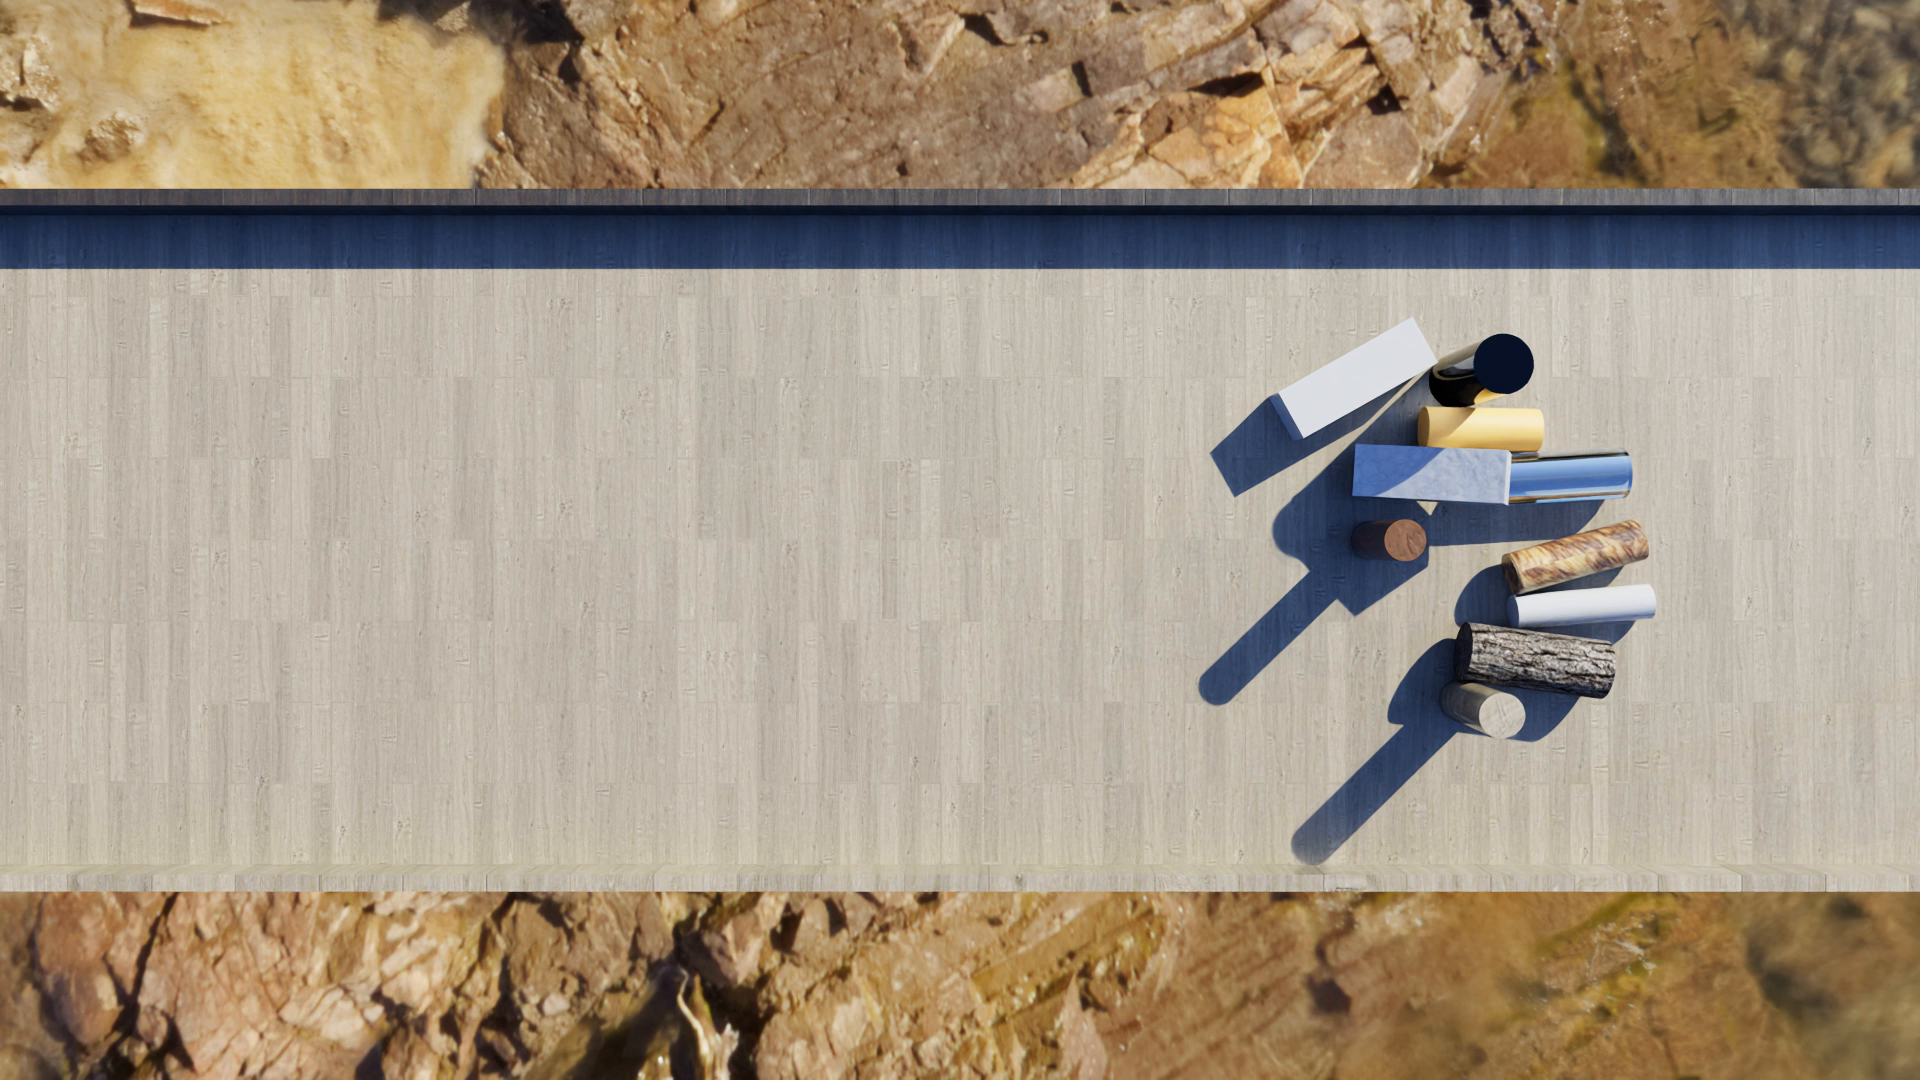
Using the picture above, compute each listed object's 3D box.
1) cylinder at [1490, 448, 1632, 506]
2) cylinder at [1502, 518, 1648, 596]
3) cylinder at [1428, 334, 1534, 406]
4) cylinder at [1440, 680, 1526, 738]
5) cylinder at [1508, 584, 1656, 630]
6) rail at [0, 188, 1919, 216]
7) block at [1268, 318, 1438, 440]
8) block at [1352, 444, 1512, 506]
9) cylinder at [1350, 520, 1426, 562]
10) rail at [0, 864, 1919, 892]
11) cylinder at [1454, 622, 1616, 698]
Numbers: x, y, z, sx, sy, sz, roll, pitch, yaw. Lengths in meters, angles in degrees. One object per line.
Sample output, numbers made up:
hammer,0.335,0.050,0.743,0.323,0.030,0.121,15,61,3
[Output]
cylinder,1.809,-0.192,4.999,0.398,0.154,0.154,-3,90,0
cylinder,1.867,0.051,5.012,0.404,0.130,0.130,-15,90,0
cylinder,1.532,-0.493,4.866,0.173,0.417,0.173,0,89,-1
cylinder,1.540,0.496,4.880,0.131,0.391,0.131,0,91,0
cylinder,1.891,0.204,5.023,0.415,0.107,0.107,-5,90,0
rail,-2.247,-1.025,5.002,12.000,0.150,0.050,0,90,0
block,1.188,-0.485,4.998,0.459,0.157,0.157,-29,90,0
block,1.408,-0.195,4.922,0.434,0.155,0.155,4,90,22
cylinder,1.262,0.001,4.874,0.119,0.404,0.119,0,90,0
rail,-2.247,1.025,5.001,12.000,0.150,0.050,0,90,0
cylinder,1.734,0.364,4.987,0.430,0.177,0.177,8,90,0
